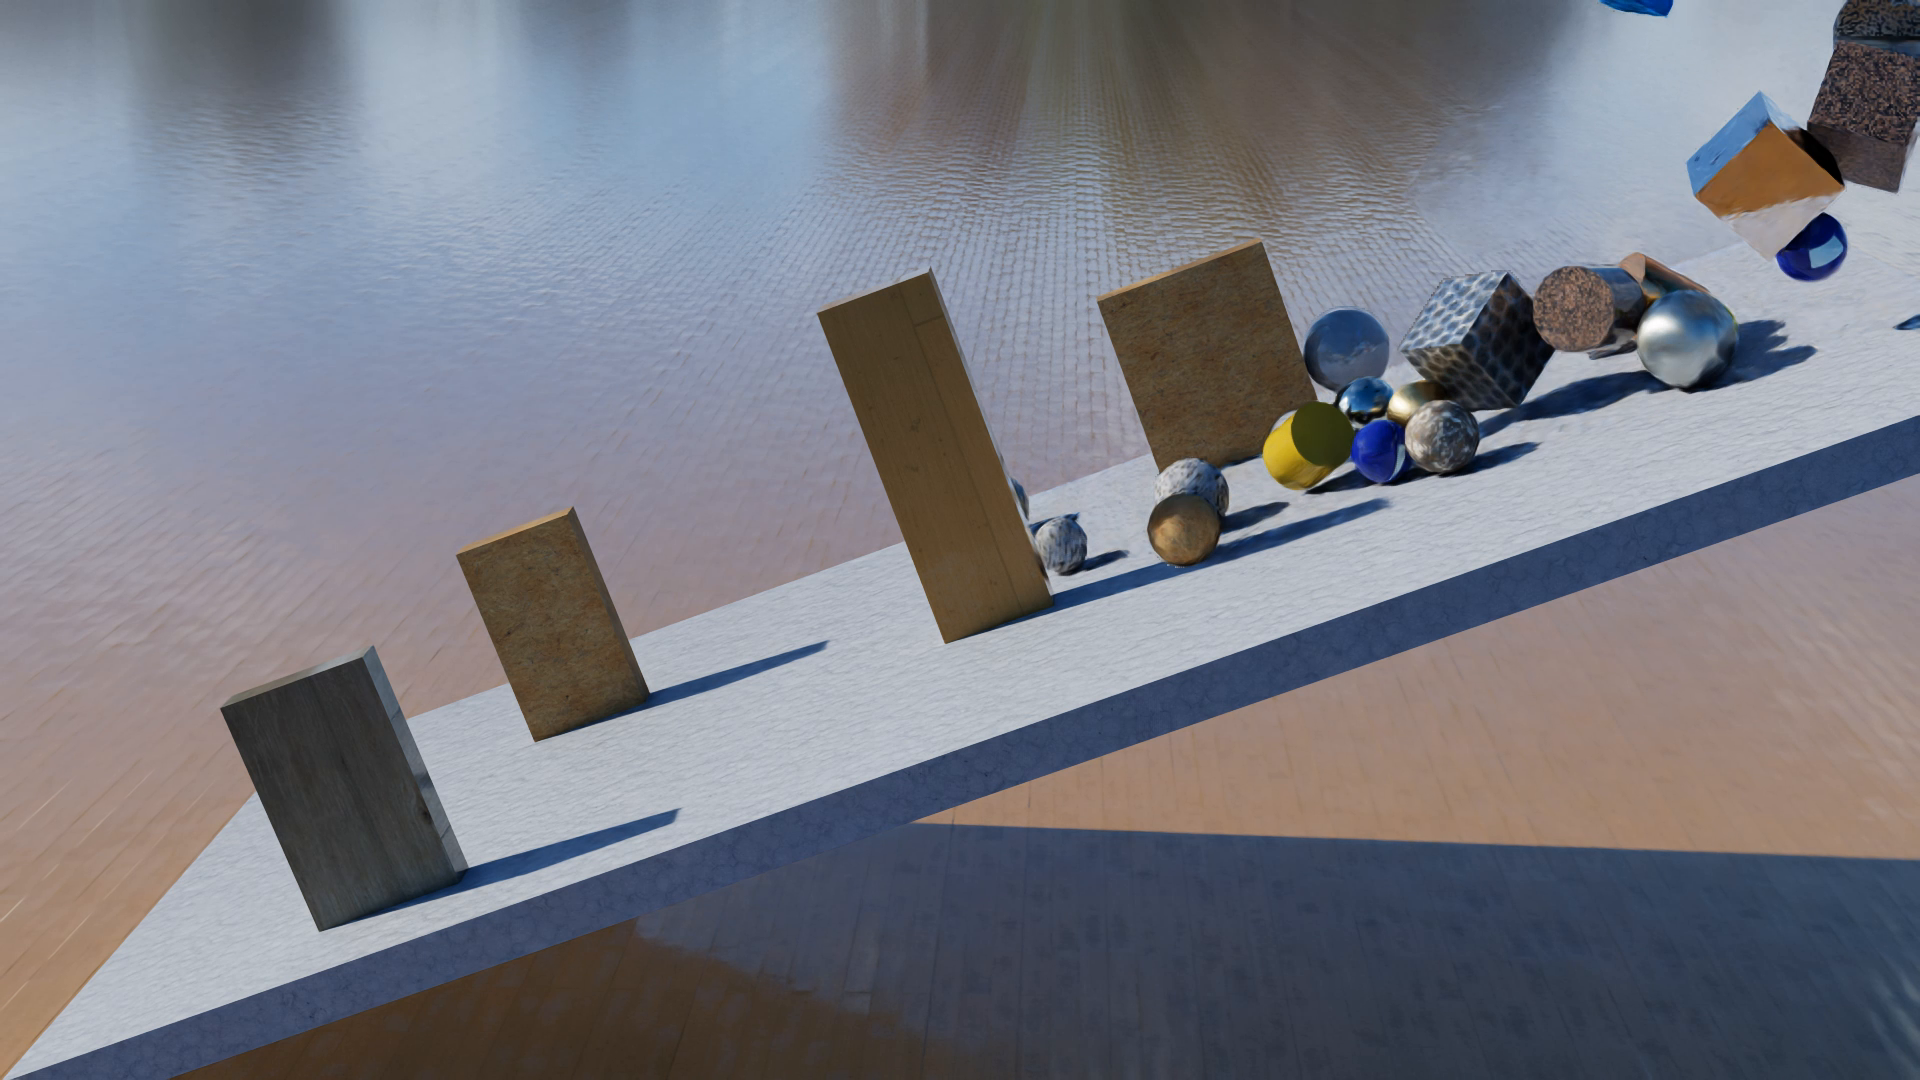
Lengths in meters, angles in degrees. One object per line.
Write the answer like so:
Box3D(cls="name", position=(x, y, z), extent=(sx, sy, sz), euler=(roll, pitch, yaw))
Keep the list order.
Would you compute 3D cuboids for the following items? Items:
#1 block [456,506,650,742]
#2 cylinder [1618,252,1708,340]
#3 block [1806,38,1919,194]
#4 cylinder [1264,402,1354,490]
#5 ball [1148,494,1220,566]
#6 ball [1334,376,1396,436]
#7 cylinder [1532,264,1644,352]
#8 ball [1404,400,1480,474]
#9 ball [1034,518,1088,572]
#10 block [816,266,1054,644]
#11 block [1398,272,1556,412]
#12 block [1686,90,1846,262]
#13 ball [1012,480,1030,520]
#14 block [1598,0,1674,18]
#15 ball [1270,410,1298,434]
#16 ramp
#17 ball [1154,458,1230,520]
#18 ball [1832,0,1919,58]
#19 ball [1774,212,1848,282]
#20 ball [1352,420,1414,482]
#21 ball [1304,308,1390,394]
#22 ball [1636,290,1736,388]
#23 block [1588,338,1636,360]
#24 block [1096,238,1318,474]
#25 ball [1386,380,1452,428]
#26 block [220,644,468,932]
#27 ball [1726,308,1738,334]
Box3D(cls="block", position=(-0.916, 0.191, 6.632), extent=(0.269, 0.464, 0.087), euler=(-20, 12, 7))
Box3D(cls="cylinder", position=(1.456, -0.495, 6.179), extent=(0.165, 0.165, 0.165), euler=(25, 7, -16))
Box3D(cls="block", position=(1.804, -0.840, 5.841), extent=(0.194, 0.194, 0.194), euler=(19, -16, 18))
Box3D(cls="cylinder", position=(0.734, -0.197, 6.188), extent=(0.146, 0.146, 0.146), euler=(-5, -16, -20))
Box3D(cls="ball", position=(0.456, -0.021, 5.983), extent=(0.149, 0.149, 0.149), euler=(0, 13, 0))
Box3D(cls="ball", position=(0.889, -0.282, 6.420), extent=(0.148, 0.148, 0.148), euler=(0, 13, 0))
Box3D(cls="cylinder", position=(1.289, -0.475, 6.027), extent=(0.176, 0.176, 0.176), euler=(8, 10, 32))
Box3D(cls="ball", position=(0.972, -0.209, 5.932), extent=(0.150, 0.150, 0.150), euler=(0, 13, 0))
Box3D(cls="ball", position=(0.217, 0.011, 6.331), extent=(0.118, 0.118, 0.118), euler=(0, 13, 0))
Box3D(cls="block", position=(-0.046, -0.173, 6.079), extent=(0.242, 0.740, 0.101), euler=(-20, 12, 7))
Box3D(cls="block", position=(1.094, -0.413, 6.168), extent=(0.200, 0.200, 0.200), euler=(-55, 24, -20))
Box3D(cls="block", position=(1.553, -0.703, 5.678), extent=(0.199, 0.199, 0.199), euler=(39, 25, -10))
Box3D(cls="ball", position=(0.087, -0.074, 6.865), extent=(0.154, 0.154, 0.154), euler=(0, 13, 0))
Box3D(cls="block", position=(1.368, -1.201, 6.046), extent=(0.181, 0.181, 0.181), euler=(19, 6, -26))
Box3D(cls="ball", position=(0.742, -0.218, 6.421), extent=(0.134, 0.134, 0.134), euler=(0, 13, 0))
Box3D(cls="ramp", position=(0.117, 0.176, 6.296), extent=(4.000, 0.100, 2.000), euler=(-20, 12, 7))
Box3D(cls="ball", position=(0.490, -0.093, 6.222), extent=(0.160, 0.160, 0.160), euler=(0, 13, 0))
Box3D(cls="ball", position=(1.860, -1.023, 5.944), extent=(0.186, 0.186, 0.186), euler=(0, 13, 0))
Box3D(cls="ball", position=(1.657, -0.572, 5.730), extent=(0.142, 0.142, 0.142), euler=(0, 13, 0))
Box3D(cls="ball", position=(0.869, -0.183, 6.042), extent=(0.130, 0.130, 0.130), euler=(0, 13, 0))
Box3D(cls="ball", position=(0.891, -0.434, 6.773), extent=(0.201, 0.201, 0.201), euler=(0, 13, 0))
Box3D(cls="ball", position=(1.448, -0.401, 5.864), extent=(0.195, 0.195, 0.195), euler=(0, 13, 0))
Box3D(cls="block", position=(1.418, -0.489, 6.431), extent=(0.122, 0.122, 0.122), euler=(-16, 29, 23))
Box3D(cls="block", position=(0.580, -0.408, 6.764), extent=(0.397, 0.459, 0.081), euler=(-20, 12, 7))
Box3D(cls="ball", position=(0.972, -0.263, 6.197), extent=(0.144, 0.144, 0.144), euler=(0, 13, 0))
Box3D(cls="block", position=(-1.194, 0.484, 5.721), extent=(0.300, 0.484, 0.090), euler=(-20, 12, 7))
Box3D(cls="ball", position=(1.523, -0.428, 6.019), extent=(0.130, 0.130, 0.130), euler=(0, 13, 0))
